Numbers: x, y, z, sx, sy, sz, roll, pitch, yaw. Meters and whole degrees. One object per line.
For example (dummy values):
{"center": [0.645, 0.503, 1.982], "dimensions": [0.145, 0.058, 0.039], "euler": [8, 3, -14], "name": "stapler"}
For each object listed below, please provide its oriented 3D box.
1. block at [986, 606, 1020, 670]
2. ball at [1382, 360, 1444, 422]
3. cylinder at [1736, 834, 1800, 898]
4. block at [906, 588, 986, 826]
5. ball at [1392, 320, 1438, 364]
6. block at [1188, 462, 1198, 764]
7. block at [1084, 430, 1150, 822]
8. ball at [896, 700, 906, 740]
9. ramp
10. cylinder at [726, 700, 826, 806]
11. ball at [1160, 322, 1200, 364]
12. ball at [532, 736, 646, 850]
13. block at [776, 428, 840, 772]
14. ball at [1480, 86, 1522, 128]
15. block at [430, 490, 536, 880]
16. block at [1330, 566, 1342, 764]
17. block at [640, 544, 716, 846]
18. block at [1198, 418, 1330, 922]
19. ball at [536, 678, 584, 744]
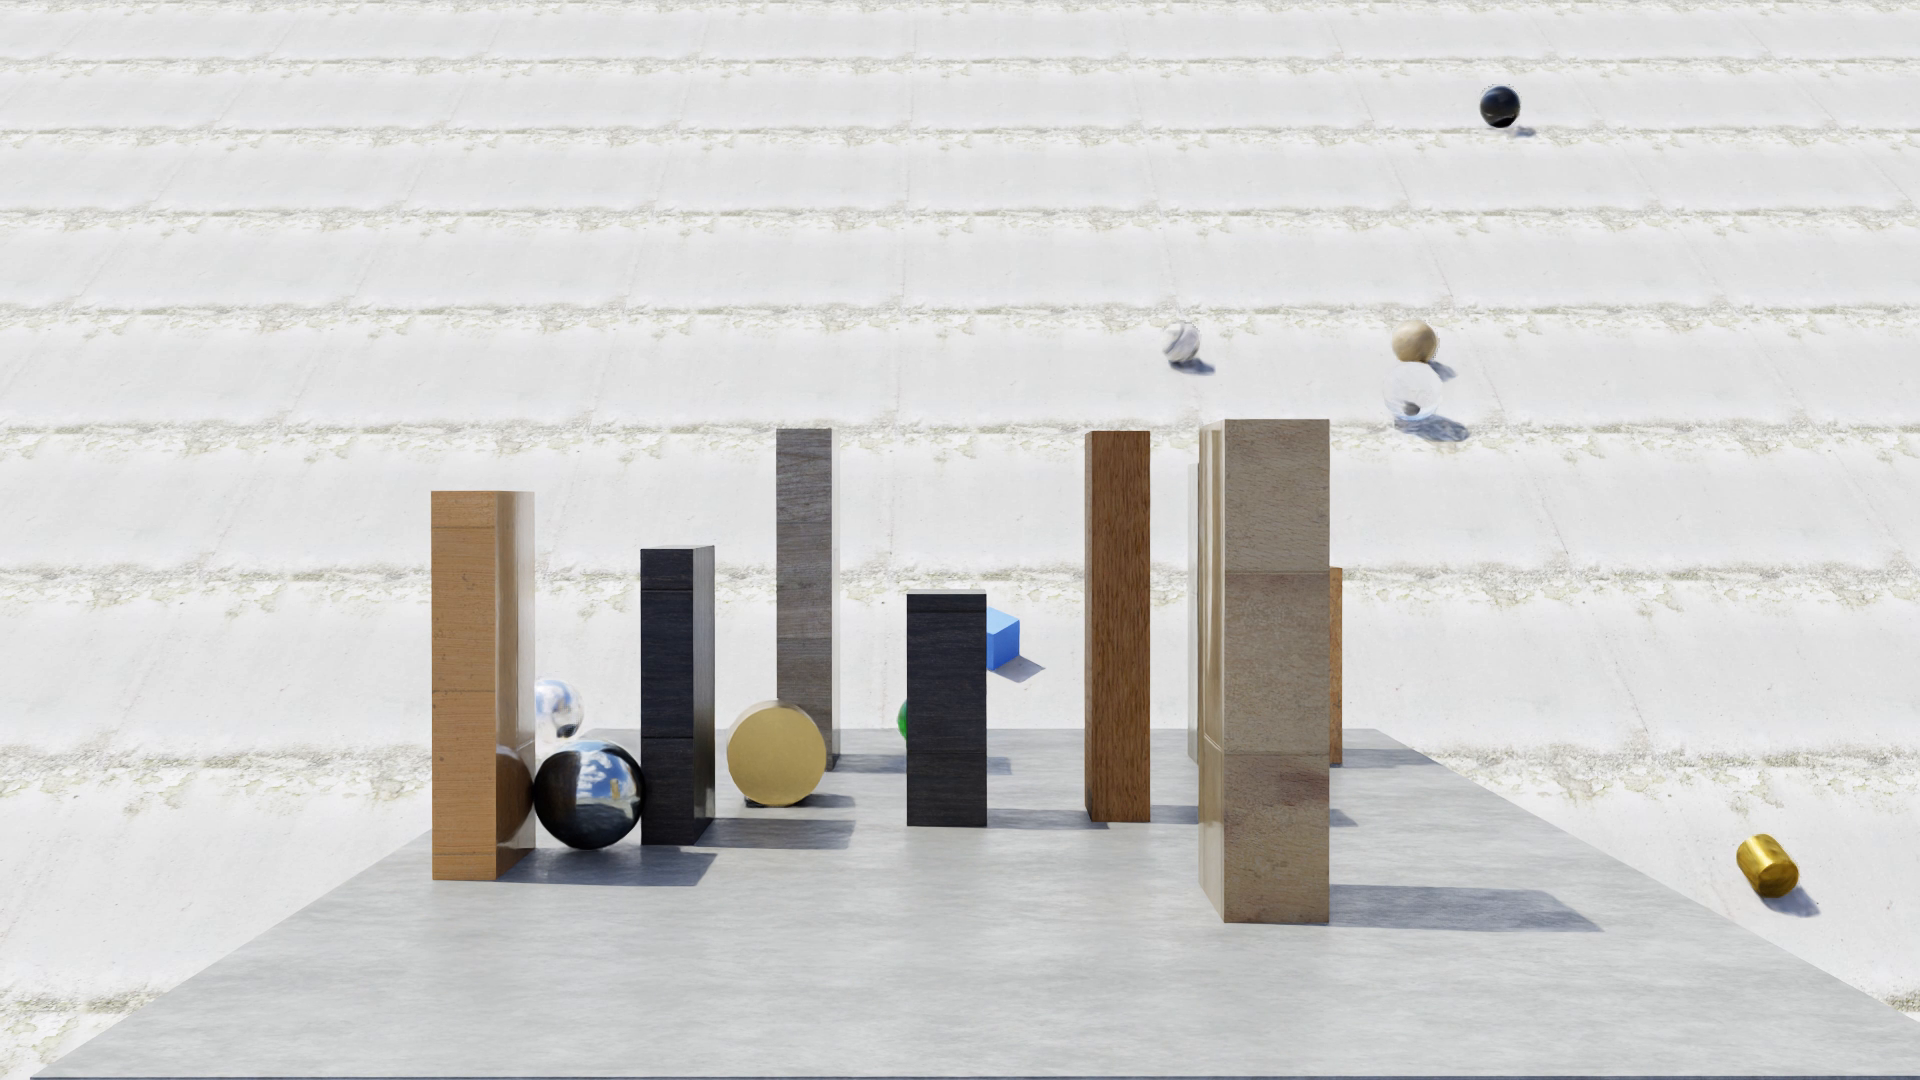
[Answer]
{"center": [0.085, 0.269, 7.077], "dimensions": [0.112, 0.112, 0.112], "euler": [22, 35, 36], "name": "block"}
{"center": [1.475, -0.485, 8.426], "dimensions": [0.198, 0.198, 0.198], "euler": [0, 28, 0], "name": "ball"}
{"center": [1.911, 0.773, 6.114], "dimensions": [0.109, 0.109, 0.109], "euler": [-5, 29, -9], "name": "cylinder"}
{"center": [-0.024, 0.301, 4.739], "dimensions": [0.143, 0.415, 0.274], "euler": [0, 1, 0], "name": "block"}
{"center": [1.553, -0.673, 8.830], "dimensions": [0.157, 0.157, 0.157], "euler": [0, 28, 0], "name": "ball"}
{"center": [0.563, 0.161, 5.792], "dimensions": [0.084, 0.664, 0.242], "euler": [0, 1, 0], "name": "block"}
{"center": [0.291, 0.154, 4.797], "dimensions": [0.106, 0.707, 0.271], "euler": [0, 1, 0], "name": "block"}
{"center": [-0.084, 0.424, 6.080], "dimensions": [0.130, 0.130, 0.130], "euler": [0, 28, 0], "name": "ball"}
{"center": [0.062, 0.561, 4.599], "dimensions": [2.000, 0.100, 4.000], "euler": [0, 1, 0], "name": "ramp"}
{"center": [-0.358, 0.411, 5.005], "dimensions": [0.189, 0.189, 0.189], "euler": [-3, 1, -6], "name": "cylinder"}
{"center": [0.755, -0.676, 8.856], "dimensions": [0.139, 0.139, 0.139], "euler": [0, 28, 0], "name": "ball"}
{"center": [-0.617, 0.422, 4.301], "dimensions": [0.187, 0.187, 0.187], "euler": [0, 28, 0], "name": "ball"}
{"center": [-0.335, 0.126, 5.740], "dimensions": [0.120, 0.737, 0.390], "euler": [0, 1, 0], "name": "block"}
{"center": [2.317, -1.858, 11.076], "dimensions": [0.178, 0.178, 0.178], "euler": [0, 28, 0], "name": "ball"}
{"center": [-0.759, 0.220, 4.133], "dimensions": [0.098, 0.596, 0.371], "euler": [0, 1, 0], "name": "block"}
{"center": [0.793, 0.275, 5.892], "dimensions": [0.106, 0.433, 0.355], "euler": [0, 1, 0], "name": "block"}
{"center": [-0.494, 0.262, 4.545], "dimensions": [0.089, 0.500, 0.389], "euler": [0, 1, 0], "name": "block"}
{"center": [0.434, 0.177, 3.729], "dimensions": [0.144, 0.691, 0.377], "euler": [0, 1, 0], "name": "block"}
{"center": [-1.006, 0.420, 6.350], "dimensions": [0.165, 0.165, 0.165], "euler": [0, 28, 0], "name": "ball"}
